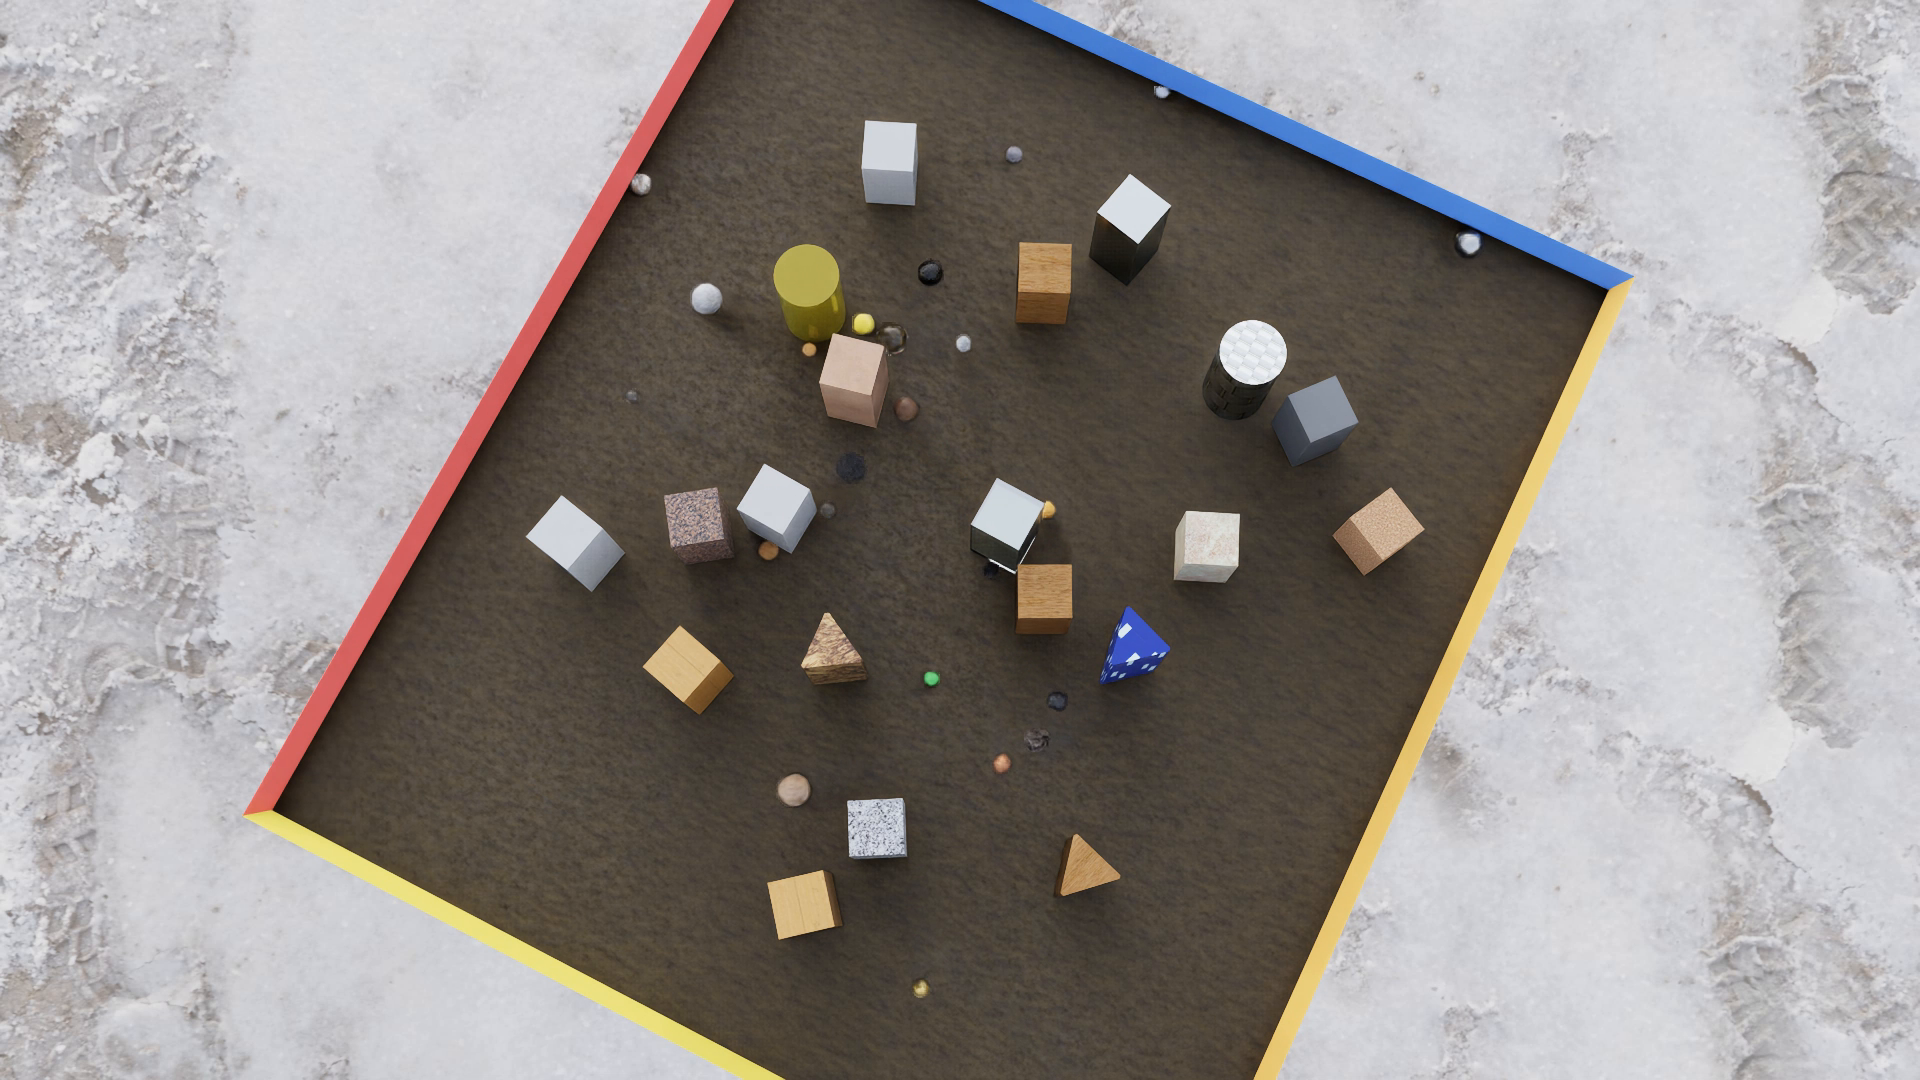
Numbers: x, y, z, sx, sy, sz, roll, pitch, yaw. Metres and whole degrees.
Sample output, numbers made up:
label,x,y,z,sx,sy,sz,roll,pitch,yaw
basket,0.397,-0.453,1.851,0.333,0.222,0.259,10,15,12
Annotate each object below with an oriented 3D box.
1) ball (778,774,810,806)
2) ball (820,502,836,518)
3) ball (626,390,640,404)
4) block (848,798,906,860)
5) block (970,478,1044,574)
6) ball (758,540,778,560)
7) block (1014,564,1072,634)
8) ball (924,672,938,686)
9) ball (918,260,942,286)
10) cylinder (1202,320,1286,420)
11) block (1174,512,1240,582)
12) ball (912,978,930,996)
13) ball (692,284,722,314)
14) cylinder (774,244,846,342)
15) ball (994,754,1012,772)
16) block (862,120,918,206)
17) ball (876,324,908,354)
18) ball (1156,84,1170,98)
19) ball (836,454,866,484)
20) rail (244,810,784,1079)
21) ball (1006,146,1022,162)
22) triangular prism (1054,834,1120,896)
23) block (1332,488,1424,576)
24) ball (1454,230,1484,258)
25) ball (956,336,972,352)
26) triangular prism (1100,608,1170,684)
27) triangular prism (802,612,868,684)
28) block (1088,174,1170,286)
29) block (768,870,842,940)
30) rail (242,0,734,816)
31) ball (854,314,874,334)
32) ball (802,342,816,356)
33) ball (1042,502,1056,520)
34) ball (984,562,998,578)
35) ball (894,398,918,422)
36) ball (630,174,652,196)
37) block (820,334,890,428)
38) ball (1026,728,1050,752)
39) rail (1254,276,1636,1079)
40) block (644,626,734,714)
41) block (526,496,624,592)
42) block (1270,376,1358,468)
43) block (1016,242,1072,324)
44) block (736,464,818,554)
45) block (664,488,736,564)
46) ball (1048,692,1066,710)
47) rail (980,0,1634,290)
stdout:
label,x,y,z,sx,sy,sz,roll,pitch,yaw
ball,-0.489,0.739,5.415,0.094,0.094,0.094,0,78,0
ball,-0.403,-0.092,5.609,0.052,0.052,0.052,0,78,0
ball,-1.017,-0.444,5.686,0.044,0.044,0.044,0,78,0
block,-0.238,0.839,5.314,0.156,0.251,0.156,-3,78,-1
block,0.137,-0.037,5.434,0.156,0.373,0.156,28,80,6
ball,-0.584,0.032,5.580,0.059,0.059,0.059,0,78,0
block,0.245,0.178,5.427,0.156,0.298,0.156,0,78,0
ball,-0.086,0.417,5.508,0.044,0.044,0.044,0,78,0
ball,-0.094,-0.837,5.749,0.080,0.080,0.080,0,78,0
cylinder,0.853,-0.507,5.523,0.195,0.389,0.195,0,78,0
block,0.735,0.023,5.476,0.156,0.266,0.156,3,78,1
ball,-0.112,1.298,5.323,0.049,0.049,0.049,0,78,0
ball,-0.791,-0.752,5.723,0.096,0.096,0.096,0,78,0
cylinder,-0.455,-0.750,5.598,0.195,0.340,0.195,0,78,0
ball,0.126,0.664,5.451,0.055,0.055,0.055,0,78,0
block,-0.217,-1.174,5.722,0.156,0.270,0.156,4,78,1
ball,-0.212,-0.626,5.696,0.097,0.097,0.097,0,78,0
ball,0.653,-1.443,5.892,0.045,0.045,0.045,0,78,0
ball,-0.334,-0.218,5.616,0.089,0.089,0.089,0,78,0
rail,-0.736,1.449,5.251,2.993,0.126,0.045,26,80,5
ball,0.171,-1.229,5.845,0.051,0.051,0.051,0,78,0
triangular prism,0.339,0.919,5.229,0.169,0.386,0.146,-16,79,-3
block,1.251,-0.023,5.492,0.156,0.253,0.156,-35,80,-7
ball,1.598,-0.931,5.763,0.091,0.091,0.091,0,78,0
ball,0.012,-0.612,5.719,0.047,0.047,0.047,0,78,0
triangular prism,0.487,0.300,5.331,0.169,0.437,0.146,-13,79,-3
triangular prism,-0.369,0.315,5.356,0.169,0.382,0.146,-6,78,-1
block,0.517,-0.945,5.621,0.156,0.373,0.156,39,81,7
block,-0.438,1.040,5.217,0.156,0.360,0.156,-13,79,-3
rail,-1.317,-0.638,5.683,0.045,0.126,3.341,26,80,5
ball,-0.299,-0.674,5.723,0.066,0.066,0.066,0,78,0
ball,-0.469,-0.594,5.718,0.042,0.042,0.042,0,78,0
ball,0.267,-0.090,5.609,0.051,0.051,0.051,0,78,0
ball,0.095,0.093,5.573,0.047,0.047,0.047,0,78,0
ball,-0.166,-0.401,5.662,0.073,0.073,0.073,0,78,0
ball,-1.014,-1.129,5.816,0.067,0.067,0.067,0,78,0
block,-0.316,-0.477,5.531,0.156,0.361,0.156,14,79,3
ball,0.231,0.595,5.457,0.072,0.072,0.072,0,78,0
rail,1.317,0.652,5.416,0.045,0.126,3.341,26,80,5
block,-0.791,0.385,5.368,0.156,0.331,0.156,40,81,8
block,-1.135,0.015,5.430,0.156,0.358,0.156,38,81,7
block,1.068,-0.355,5.535,0.156,0.303,0.156,-23,79,-5
block,0.255,-0.786,5.632,0.156,0.288,0.156,2,78,0
block,-0.545,-0.091,5.490,0.156,0.284,0.156,29,80,6
block,-0.777,-0.039,5.485,0.156,0.274,0.156,-9,78,-2
ball,0.289,0.481,5.487,0.058,0.058,0.058,0,78,0
rail,0.736,-1.436,5.848,2.993,0.126,0.045,26,80,5
